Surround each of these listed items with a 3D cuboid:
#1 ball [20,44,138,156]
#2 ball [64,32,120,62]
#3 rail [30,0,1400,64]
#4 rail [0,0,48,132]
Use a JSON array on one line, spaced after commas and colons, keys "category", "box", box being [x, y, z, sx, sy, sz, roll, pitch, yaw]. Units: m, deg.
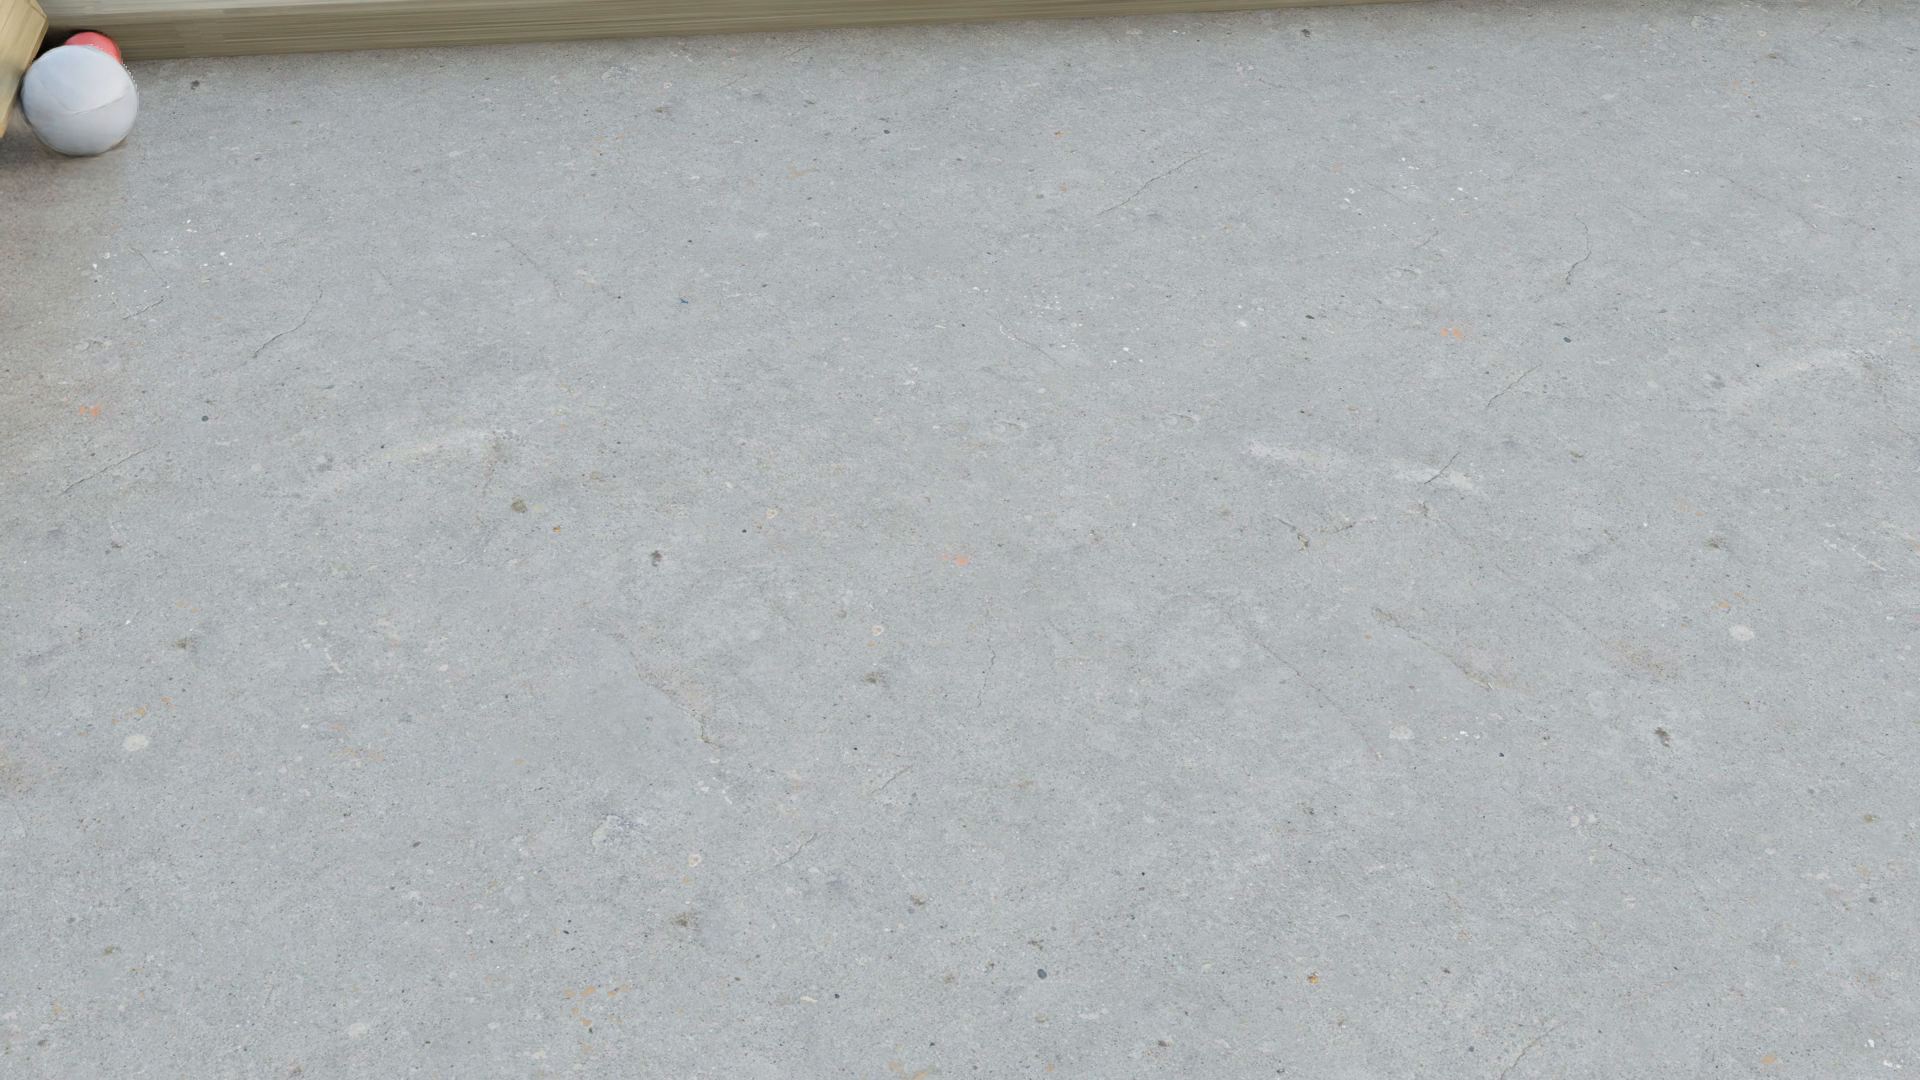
[{"category": "ball", "box": [-0.735, -0.366, 2.140, 0.092, 0.092, 0.092, 0, 36, 0]}, {"category": "ball", "box": [-0.763, -0.420, 2.250, 0.050, 0.050, 0.050, 0, 36, 0]}, {"category": "rail", "box": [0.663, -0.557, 2.378, 3.027, 0.120, 0.045, -4, 36, -5]}, {"category": "rail", "box": [-0.729, 0.023, 1.579, 0.045, 0.120, 1.712, -4, 36, -5]}]
